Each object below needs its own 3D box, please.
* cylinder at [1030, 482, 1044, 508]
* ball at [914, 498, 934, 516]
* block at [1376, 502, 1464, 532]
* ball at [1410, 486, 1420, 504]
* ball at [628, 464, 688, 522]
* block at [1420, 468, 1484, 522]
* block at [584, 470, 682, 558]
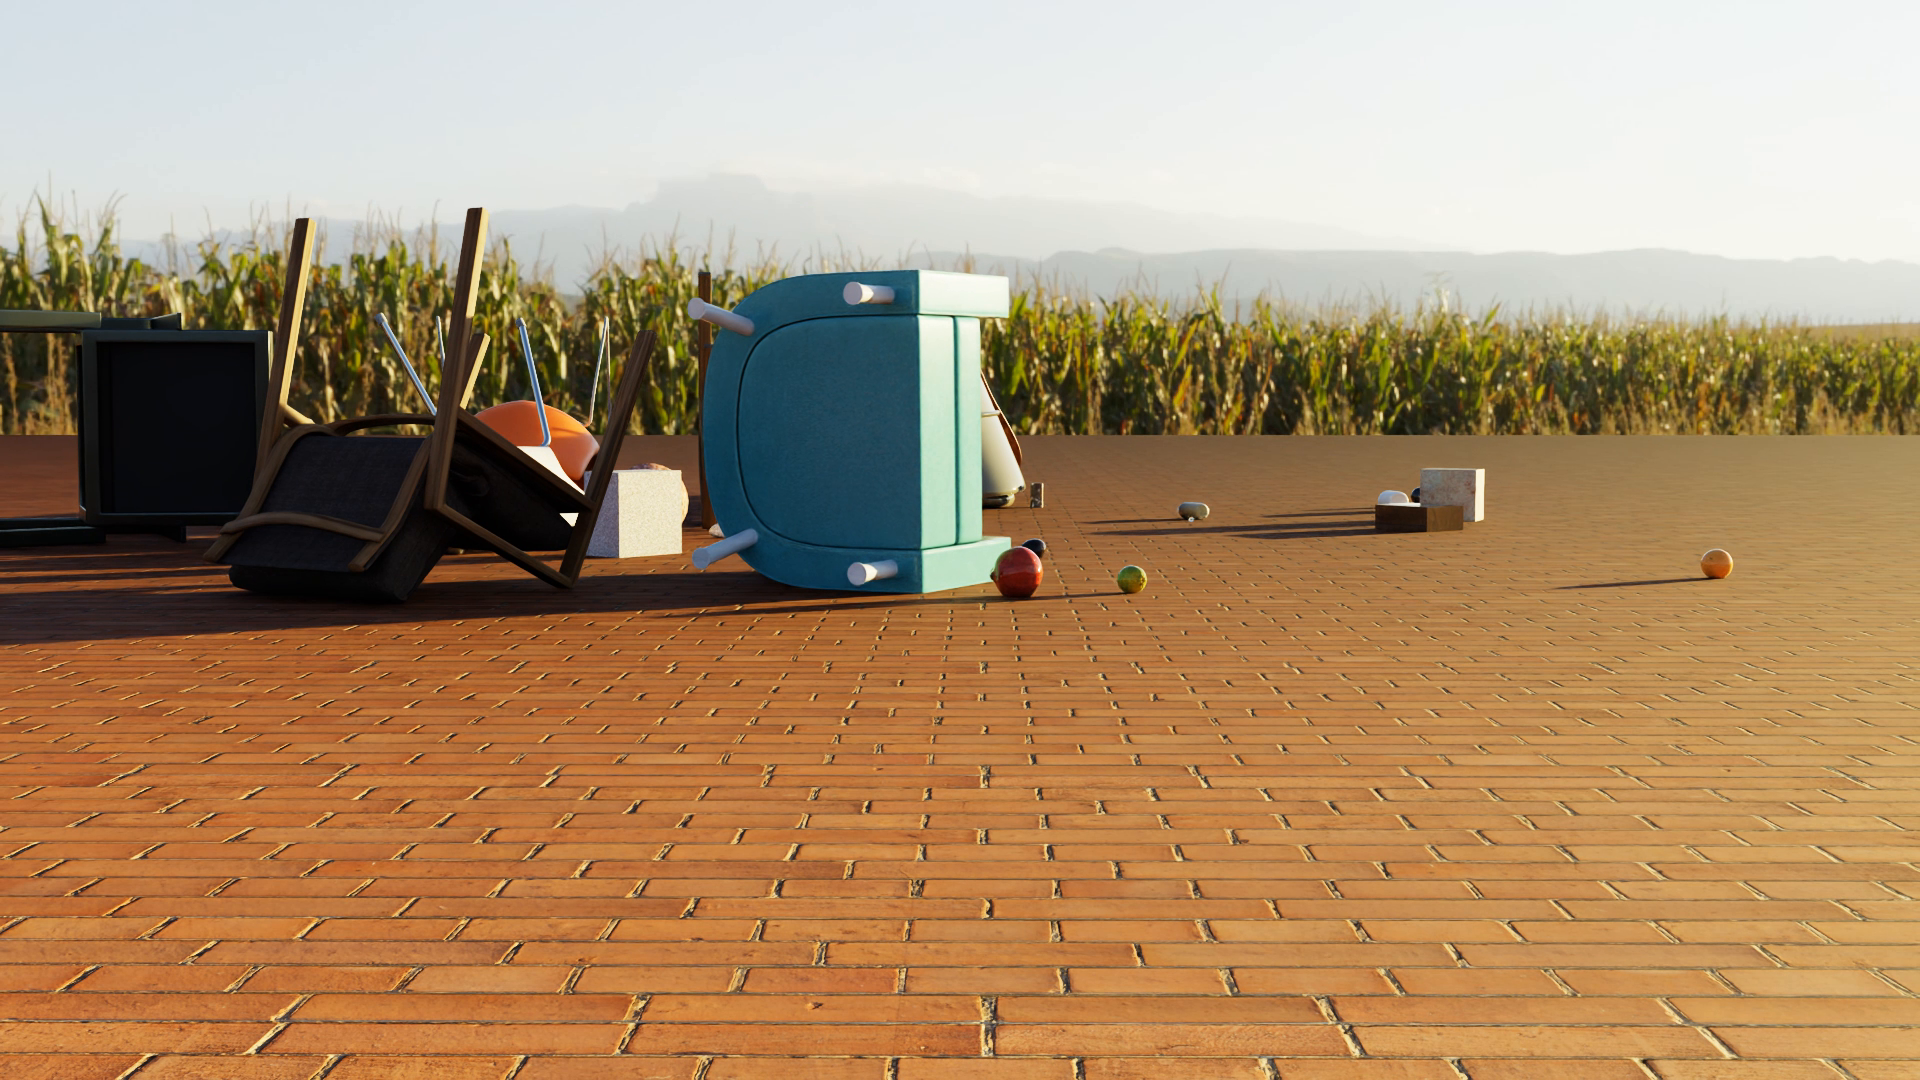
[{"bbox_3d":[0.292,-0.171,8.362,0.034,0.092,0.060,-3,5,-41],"label":"cylinder"},{"bbox_3d":[-0.129,-0.118,7.777,0.067,0.067,0.067,0,4,0],"label":"ball"},{"bbox_3d":[1.468,-0.073,7.032,0.173,0.078,0.216,-3,5,-37],"label":"block"},{"bbox_3d":[1.764,-0.166,8.422,0.075,0.075,0.075,0,4,0],"label":"ball"},{"bbox_3d":[-0.918,-0.112,6.492,0.230,0.230,0.230,0,4,0],"label":"ball"},{"bbox_3d":[1.691,-0.157,7.561,0.191,0.174,0.130,2,4,25],"label":"block"},{"bbox_3d":[-0.888,-0.074,5.975,0.141,0.226,0.223,3,5,40],"label":"block"}]
